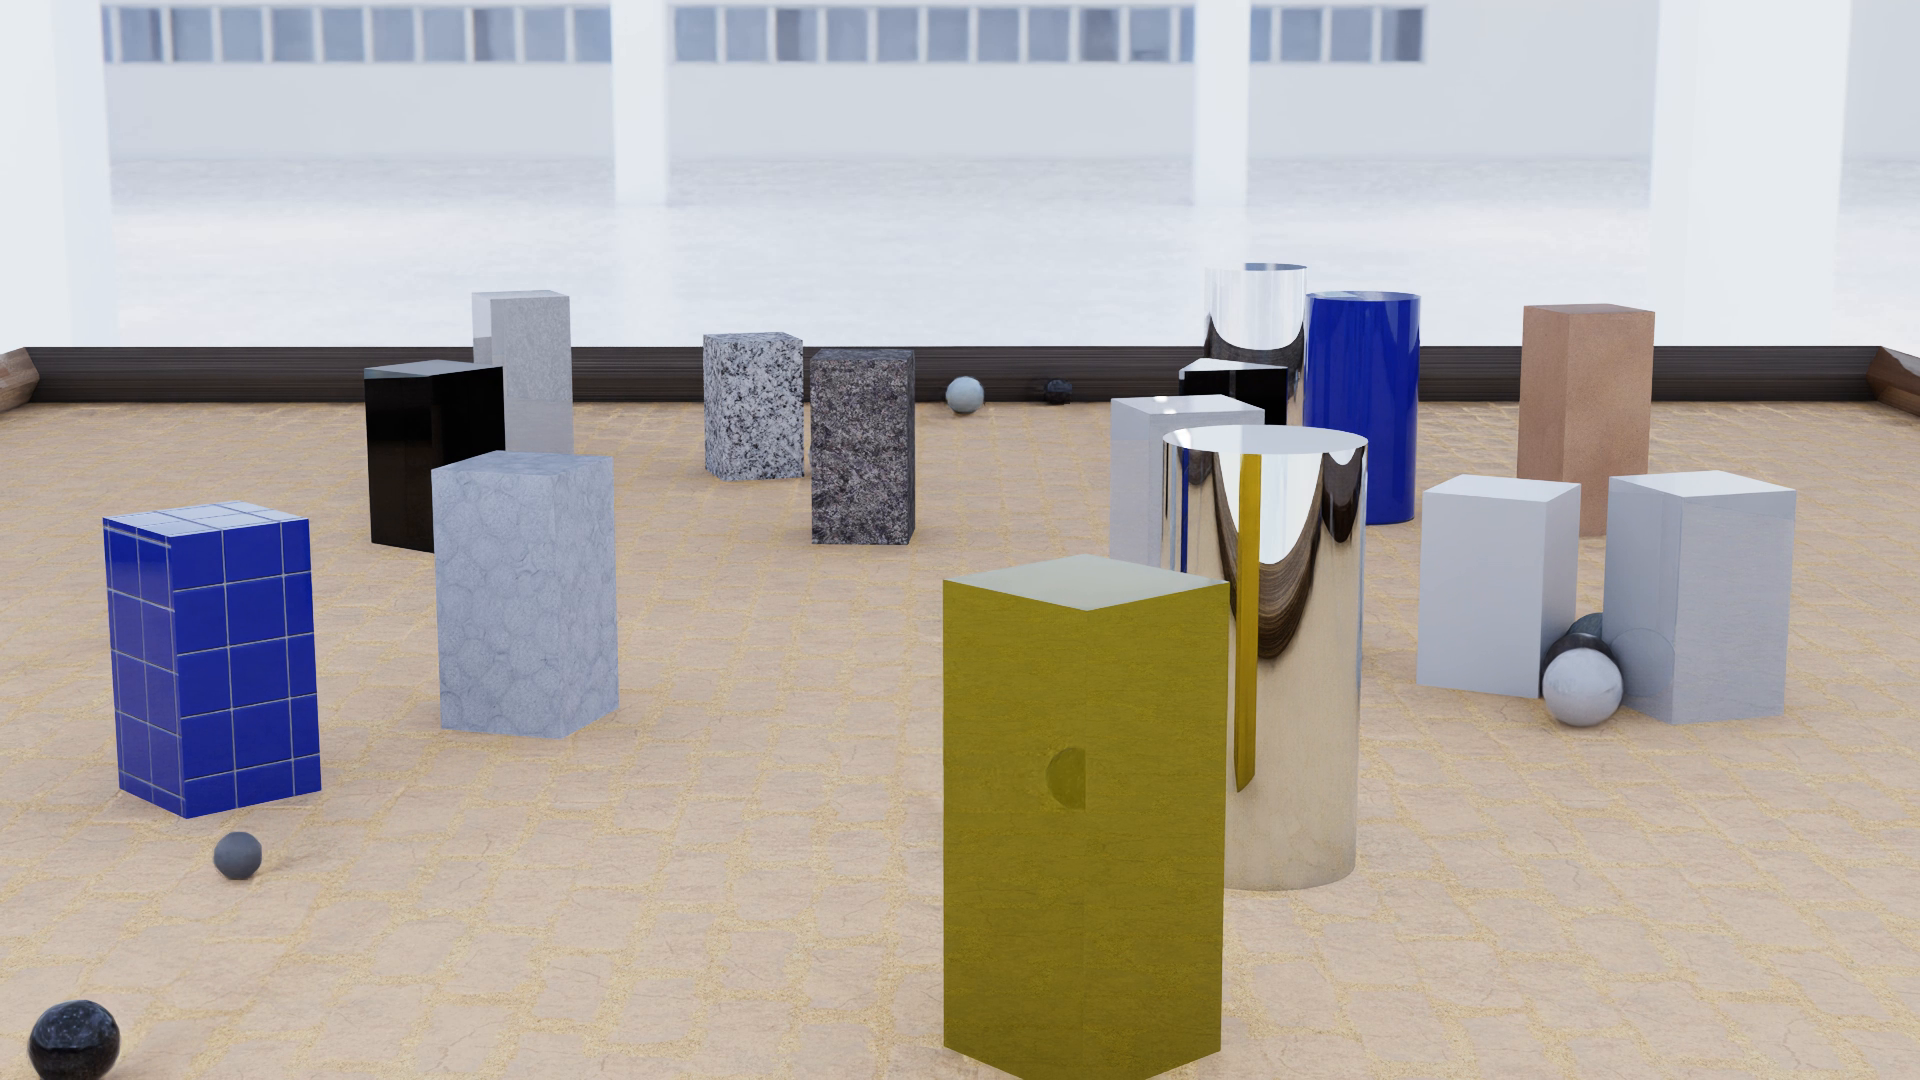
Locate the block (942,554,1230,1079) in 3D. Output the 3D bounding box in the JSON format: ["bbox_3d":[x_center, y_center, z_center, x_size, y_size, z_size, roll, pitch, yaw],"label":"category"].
[{"bbox_3d":[0.091,0.204,1.882,0.146,0.356,0.146,-10,14,-42],"label":"block"}]

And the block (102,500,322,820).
[{"bbox_3d":[-0.748,0.115,2.568,0.146,0.279,0.146,-10,14,-42],"label":"block"}]

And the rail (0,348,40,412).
[{"bbox_3d":[-1.971,0.033,3.439,0.045,0.119,4.214,0,11,0],"label":"rail"}]

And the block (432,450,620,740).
[{"bbox_3d":[-0.480,0.057,2.848,0.146,0.289,0.146,3,11,18],"label":"block"}]

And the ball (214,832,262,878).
[{"bbox_3d":[-0.650,0.284,2.310,0.043,0.043,0.043,0,11,0],"label":"ball"}]

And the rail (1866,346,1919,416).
[{"bbox_3d":[1.971,0.028,3.461,0.045,0.119,4.214,0,11,0],"label":"rail"}]

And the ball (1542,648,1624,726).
[{"bbox_3d":[0.689,0.163,2.836,0.087,0.087,0.087,0,11,0],"label":"ball"}]

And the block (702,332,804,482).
[{"bbox_3d":[-0.367,-0.239,4.554,0.146,0.243,0.146,-3,11,-18],"label":"block"}]

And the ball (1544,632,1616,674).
[{"bbox_3d":[0.710,0.146,2.940,0.081,0.081,0.081,0,11,0],"label":"ball"}]

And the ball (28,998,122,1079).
[{"bbox_3d":[-0.635,0.361,1.840,0.063,0.063,0.063,0,11,0],"label":"ball"}]

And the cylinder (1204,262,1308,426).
[{"bbox_3d":[0.526,-0.307,4.594,0.183,0.363,0.183,0,11,0],"label":"cylinder"}]

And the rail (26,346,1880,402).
[{"bbox_3d":[-0.012,-0.353,5.498,3.990,0.119,0.045,0,11,0],"label":"rail"}]

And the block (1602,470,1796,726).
[{"bbox_3d":[0.834,0.062,2.911,0.146,0.257,0.146,-4,11,-18],"label":"block"}]

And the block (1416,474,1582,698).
[{"bbox_3d":[0.638,0.052,3.037,0.146,0.231,0.146,6,12,28],"label":"block"}]

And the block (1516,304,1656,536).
[{"bbox_3d":[0.976,-0.189,4.013,0.146,0.345,0.146,-3,11,-16],"label":"block"}]

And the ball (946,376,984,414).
[{"bbox_3d":[0.011,-0.300,5.325,0.079,0.079,0.079,0,11,0],"label":"ball"}]

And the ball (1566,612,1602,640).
[{"bbox_3d":[0.754,0.128,3.020,0.086,0.086,0.086,0,11,0],"label":"ball"}]

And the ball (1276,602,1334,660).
[{"bbox_3d":[0.423,0.111,3.156,0.070,0.070,0.070,0,11,0],"label":"ball"}]

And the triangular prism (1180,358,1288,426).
[{"bbox_3d":[0.369,-0.105,3.691,0.158,0.298,0.137,-3,11,-13],"label":"triangular prism"}]

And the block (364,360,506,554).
[{"bbox_3d":[-0.796,-0.130,3.906,0.146,0.268,0.146,8,13,36],"label":"block"}]

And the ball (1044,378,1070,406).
[{"bbox_3d":[0.207,-0.316,5.468,0.058,0.058,0.058,0,11,0],"label":"ball"}]

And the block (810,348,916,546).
[{"bbox_3d":[-0.148,-0.145,3.948,0.146,0.282,0.146,1,11,4],"label":"block"}]

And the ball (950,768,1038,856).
[{"bbox_3d":[0.032,0.252,2.378,0.081,0.081,0.081,0,11,0],"label":"ball"}]

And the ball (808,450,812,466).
[{"bbox_3d":[-0.233,-0.150,4.547,0.072,0.072,0.072,0,11,0],"label":"ball"}]

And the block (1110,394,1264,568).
[{"bbox_3d":[0.277,-0.013,3.166,0.146,0.311,0.146,-3,11,-15],"label":"block"}]

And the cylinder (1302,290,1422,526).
[{"bbox_3d":[0.642,-0.214,4.117,0.183,0.356,0.183,0,11,0],"label":"cylinder"}]

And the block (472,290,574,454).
[{"bbox_3d":[-0.806,-0.302,4.730,0.146,0.302,0.146,-5,12,-23],"label":"block"}]

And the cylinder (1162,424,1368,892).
[{"bbox_3d":[0.273,0.102,2.330,0.183,0.392,0.183,0,11,0],"label":"cylinder"}]
